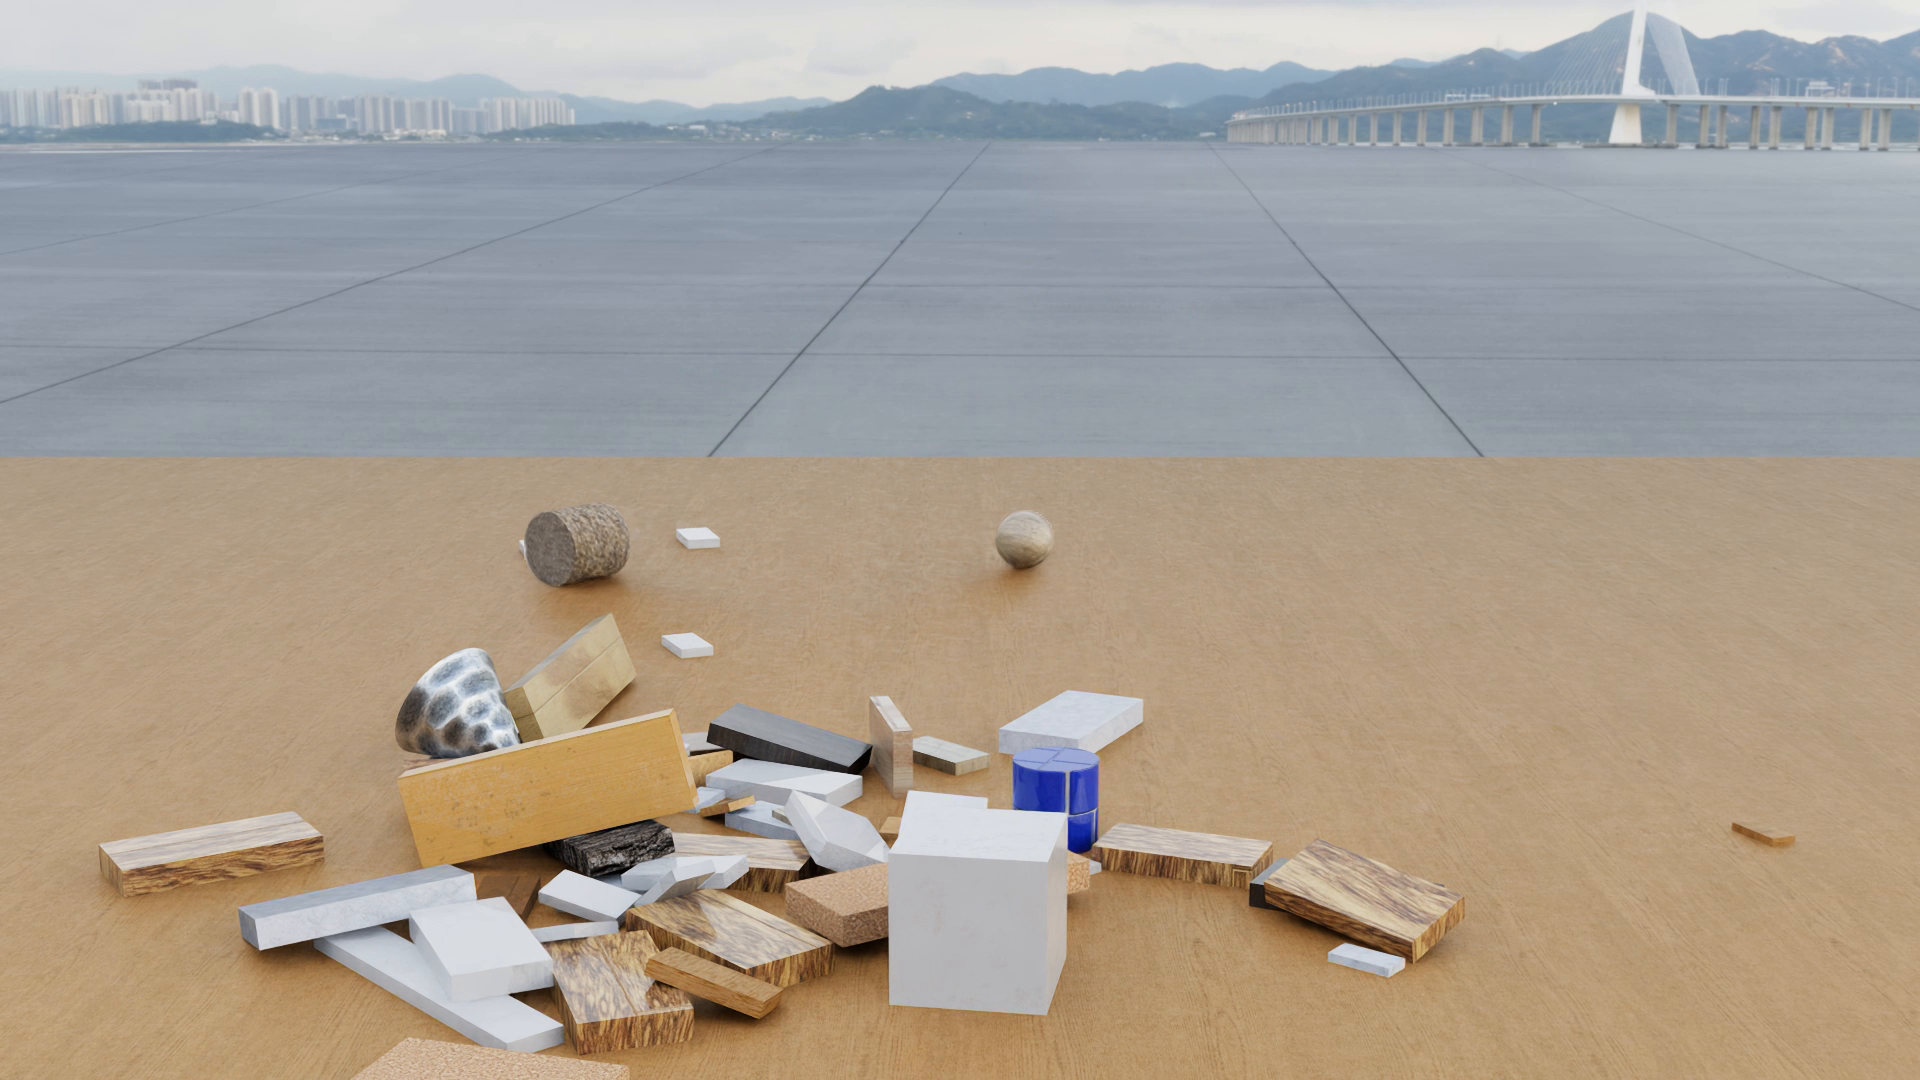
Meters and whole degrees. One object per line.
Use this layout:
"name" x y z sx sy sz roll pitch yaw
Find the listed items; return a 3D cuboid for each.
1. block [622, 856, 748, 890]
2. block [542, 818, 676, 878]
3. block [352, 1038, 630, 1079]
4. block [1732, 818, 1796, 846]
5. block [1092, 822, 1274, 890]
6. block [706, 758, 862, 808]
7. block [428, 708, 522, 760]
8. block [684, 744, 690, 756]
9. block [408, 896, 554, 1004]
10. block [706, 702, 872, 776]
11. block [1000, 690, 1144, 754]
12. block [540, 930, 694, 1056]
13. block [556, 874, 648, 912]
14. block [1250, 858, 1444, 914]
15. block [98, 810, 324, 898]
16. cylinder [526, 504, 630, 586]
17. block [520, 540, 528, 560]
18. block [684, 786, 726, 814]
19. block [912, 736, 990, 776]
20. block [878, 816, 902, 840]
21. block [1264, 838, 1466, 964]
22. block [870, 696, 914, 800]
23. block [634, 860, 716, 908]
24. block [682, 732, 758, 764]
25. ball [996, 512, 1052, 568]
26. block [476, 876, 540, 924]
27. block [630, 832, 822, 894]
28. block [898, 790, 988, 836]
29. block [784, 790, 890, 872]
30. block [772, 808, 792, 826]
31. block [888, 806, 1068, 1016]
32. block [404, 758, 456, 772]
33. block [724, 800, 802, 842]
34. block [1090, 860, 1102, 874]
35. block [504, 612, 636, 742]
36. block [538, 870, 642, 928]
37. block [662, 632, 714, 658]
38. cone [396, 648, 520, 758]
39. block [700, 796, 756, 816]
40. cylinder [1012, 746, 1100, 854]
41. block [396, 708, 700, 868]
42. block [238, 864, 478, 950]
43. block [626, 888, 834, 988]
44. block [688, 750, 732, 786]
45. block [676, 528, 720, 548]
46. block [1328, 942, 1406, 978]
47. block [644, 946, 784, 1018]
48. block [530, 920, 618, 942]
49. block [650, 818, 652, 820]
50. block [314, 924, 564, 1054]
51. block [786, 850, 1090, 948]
"block" -0.452 0.547 3.616 0.185 0.026 0.093 -4 8 20
"block" -0.611 0.515 3.788 0.149 0.042 0.298 -14 8 -25
"block" -0.613 0.718 2.855 0.327 0.046 0.163 3 11 16
"block" 1.449 0.527 3.965 0.052 0.015 0.104 -4 11 -22
"block" 0.385 0.545 3.803 0.283 0.040 0.142 4 11 22
"block" -0.337 0.470 4.212 0.268 0.038 0.134 5 12 27
"block" -0.933 0.386 4.690 0.098 0.028 0.887 2 11 12
"block" -0.594 0.428 4.243 0.081 0.023 0.161 10 20 18
"block" -0.722 0.611 3.298 0.148 0.042 0.295 -5 12 -25
"block" -0.337 0.404 4.365 0.295 0.042 0.148 16 16 13
"block" 0.237 0.389 4.616 0.177 0.050 0.354 5 12 26
"block" -0.503 0.654 3.199 0.163 0.046 0.327 -4 11 -19
"block" -0.577 0.582 3.642 0.185 0.026 0.093 -3 11 -14
"block" 0.633 0.582 3.602 0.283 0.040 0.142 6 12 28
"block" -1.293 0.541 3.803 0.336 0.048 0.168 -7 13 -33
"cylinder" -1.079 0.013 6.209 0.208 0.208 0.208 8 13 37
"block" -1.263 0.029 6.613 0.098 0.028 0.196 -3 11 -18
"block" -0.495 0.491 4.157 0.055 0.016 0.110 5 11 24
"block" -0.038 0.434 4.436 0.093 0.026 0.186 -10 14 -42
"block" -0.115 0.524 3.990 0.047 0.013 0.095 2 11 9
"block" 0.640 0.569 3.488 0.284 0.040 0.142 18 37 43
"block" -0.136 0.403 4.306 0.038 0.134 0.268 -2 11 -12
"block" -0.455 0.554 3.506 0.074 0.021 0.149 -9 -23 -39
"block" -0.464 0.422 4.469 0.268 0.038 0.134 -3 11 -18
"ball" 0.185 0.000 6.392 0.165 0.165 0.165 0 11 0
"block" -0.746 0.592 3.588 0.093 0.026 0.185 0 11 -2
"block" -0.399 0.551 3.762 0.298 0.042 0.149 2 11 12
"block" -0.029 0.511 3.913 0.148 0.042 0.295 6 9 1
"block" -0.202 0.517 3.786 0.149 0.042 0.298 23 3 -18
"block" -0.295 0.501 3.969 0.047 0.013 0.095 -7 13 -35
"block" 0.030 0.546 3.273 0.231 0.231 0.231 2 11 10
"block" -0.856 0.451 4.055 0.314 0.044 0.157 -1 -28 -6
"block" -0.328 0.515 4.003 0.186 0.026 0.093 8 13 37
"block" 0.145 0.572 3.727 0.214 0.015 0.052 -9 14 -40
"block" -0.830 0.309 4.736 0.044 0.157 0.687 -20 8 9
"block" -0.598 0.581 3.558 0.148 0.021 0.074 14 27 21
"block" -0.669 0.258 5.392 0.081 0.023 0.161 -5 12 -24
"cone" -0.927 0.385 4.314 0.250 0.250 0.250 35 26 23
"block" -0.428 0.491 4.050 0.055 0.016 0.110 -14 -3 -36
"cylinder" 0.171 0.464 3.924 0.154 0.154 0.154 0 11 0
"block" -0.705 0.428 3.769 0.487 0.168 0.048 -13 9 5
"block" -0.951 0.577 3.471 0.336 0.048 0.168 -9 2 -27
"block" -0.358 0.618 3.392 0.163 0.046 0.327 -9 14 -40
"block" -0.495 0.446 4.291 0.110 0.055 0.016 -7 15 -34
"block" -0.811 -0.006 6.802 0.098 0.028 0.196 -3 11 -18
"block" 0.620 0.641 3.356 0.104 0.015 0.052 8 13 38
"block" -0.355 0.638 3.174 0.182 0.026 0.091 18 4 13
"block" -0.592 0.602 3.379 0.074 0.021 0.149 -10 -11 16
"block" -0.600 0.486 4.150 0.104 0.029 0.208 3 11 15
"block" -0.779 0.656 3.245 0.091 0.026 0.574 -9 14 -42
"block" -0.032 0.559 3.552 0.472 0.050 0.177 -7 13 -33
